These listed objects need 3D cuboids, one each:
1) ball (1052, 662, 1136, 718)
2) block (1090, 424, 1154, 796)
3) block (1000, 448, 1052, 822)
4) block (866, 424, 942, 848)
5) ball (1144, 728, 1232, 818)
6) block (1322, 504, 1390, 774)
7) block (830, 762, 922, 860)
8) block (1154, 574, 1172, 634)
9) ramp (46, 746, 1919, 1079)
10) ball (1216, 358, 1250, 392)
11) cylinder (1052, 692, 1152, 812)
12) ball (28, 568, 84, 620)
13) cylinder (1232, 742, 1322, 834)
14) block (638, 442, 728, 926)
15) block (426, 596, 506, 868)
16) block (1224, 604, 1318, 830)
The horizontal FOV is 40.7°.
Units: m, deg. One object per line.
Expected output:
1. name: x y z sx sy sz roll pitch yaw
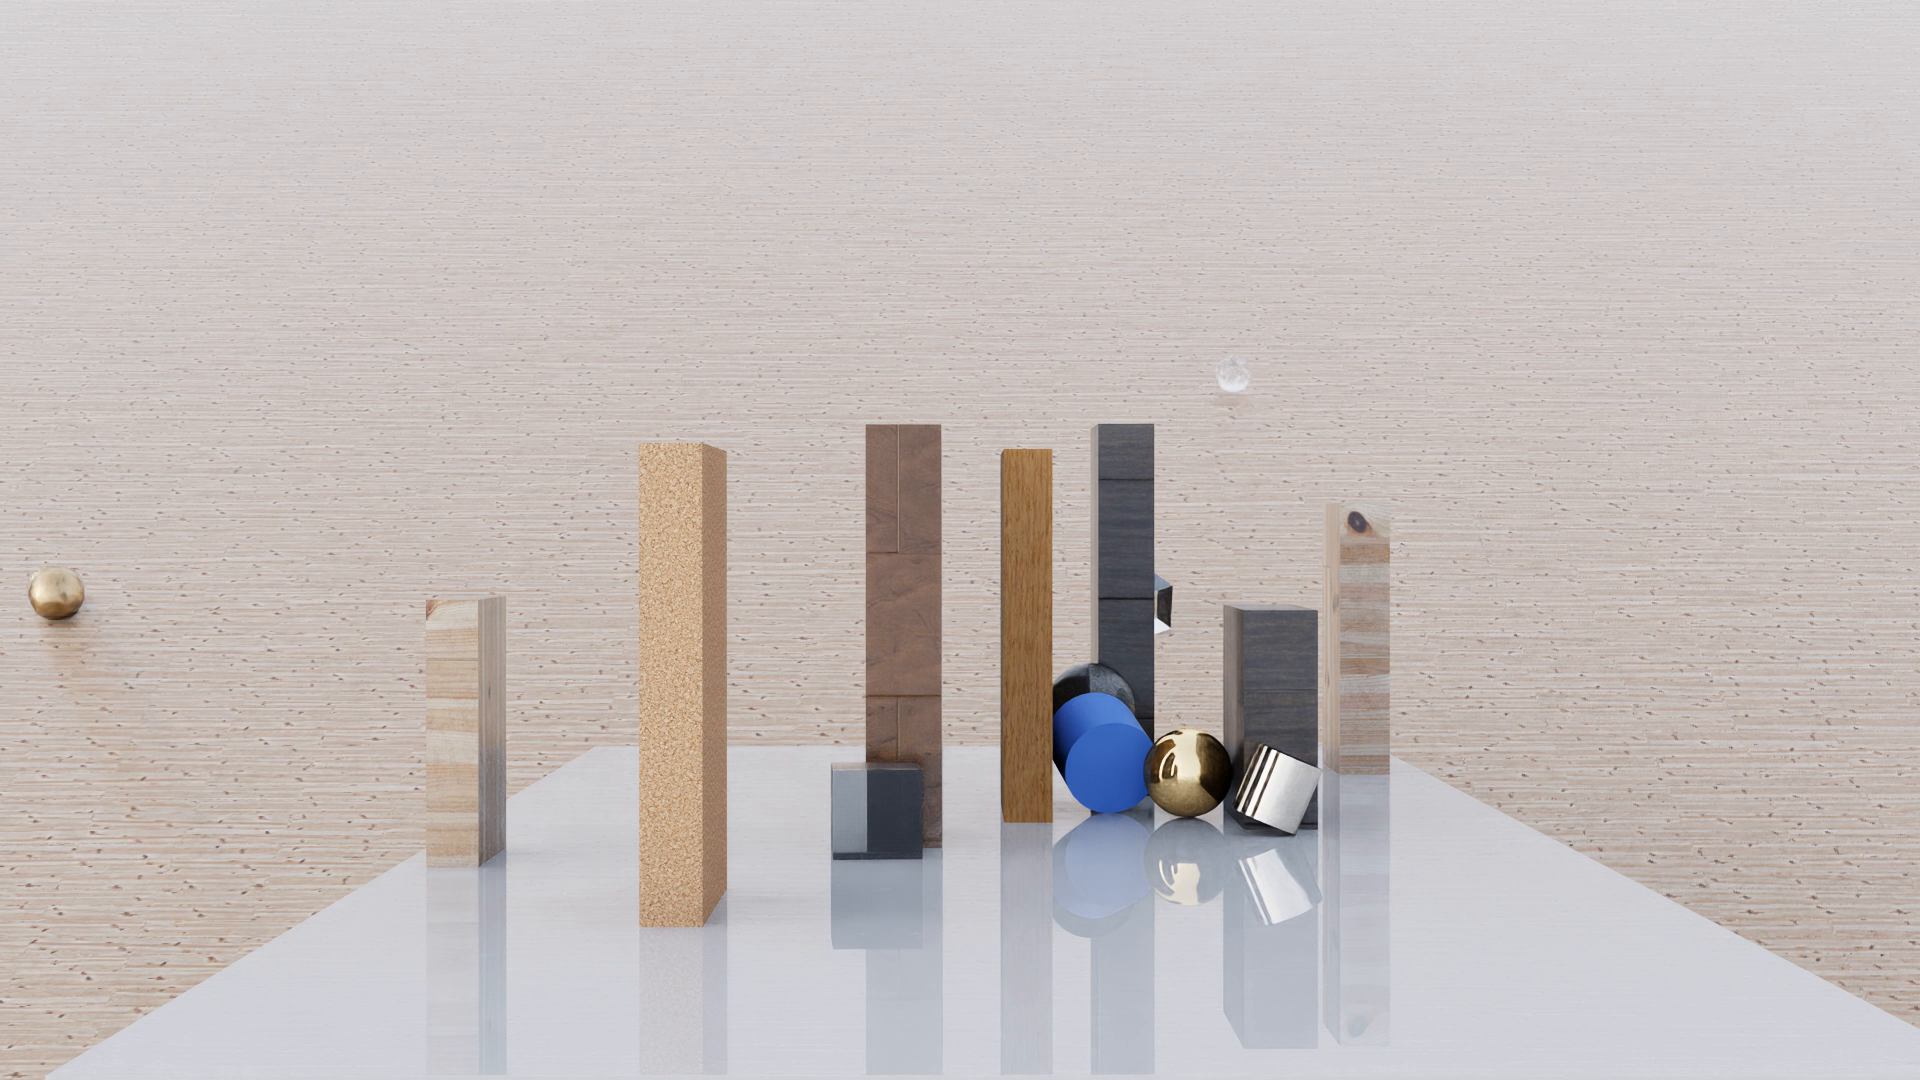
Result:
1. ball: 0.268 0.344 5.315 0.185 0.185 0.185 0 29 0
2. block: 0.347 0.145 5.560 0.118 0.778 0.312 0 0 0
3. block: 0.129 0.181 5.112 0.092 0.710 0.408 0 0 0
4. block: -0.099 0.168 4.659 0.133 0.740 0.288 0 0 0
5. ball: 0.440 0.450 5.000 0.173 0.173 0.173 0 29 0
6. block: 0.918 0.224 6.006 0.113 0.616 0.278 0 0 0
7. block: -0.144 0.463 4.436 0.151 0.151 0.151 0 0 -4
8. block: 0.499 0.179 7.299 0.140 0.140 0.140 -17 34 -28
9. ramp: 0.066 0.588 4.638 2.000 0.100 4.000 0 0 0
10. ball: 0.912 -0.548 8.622 0.113 0.113 0.113 0 29 0
11. cylinder: 0.282 0.422 5.144 0.187 0.187 0.187 -5 16 -8
12. ball: -2.562 0.153 7.335 0.150 0.150 0.150 0 29 0
13. cylinder: 0.580 0.454 4.728 0.127 0.127 0.127 23 0 0
14. block: -0.405 0.202 3.813 0.089 0.678 0.385 0 0 0
15. block: -0.837 0.319 4.396 0.086 0.441 0.264 0 0 0
16. block: 0.595 0.333 4.979 0.137 0.407 0.375 0 0 0
